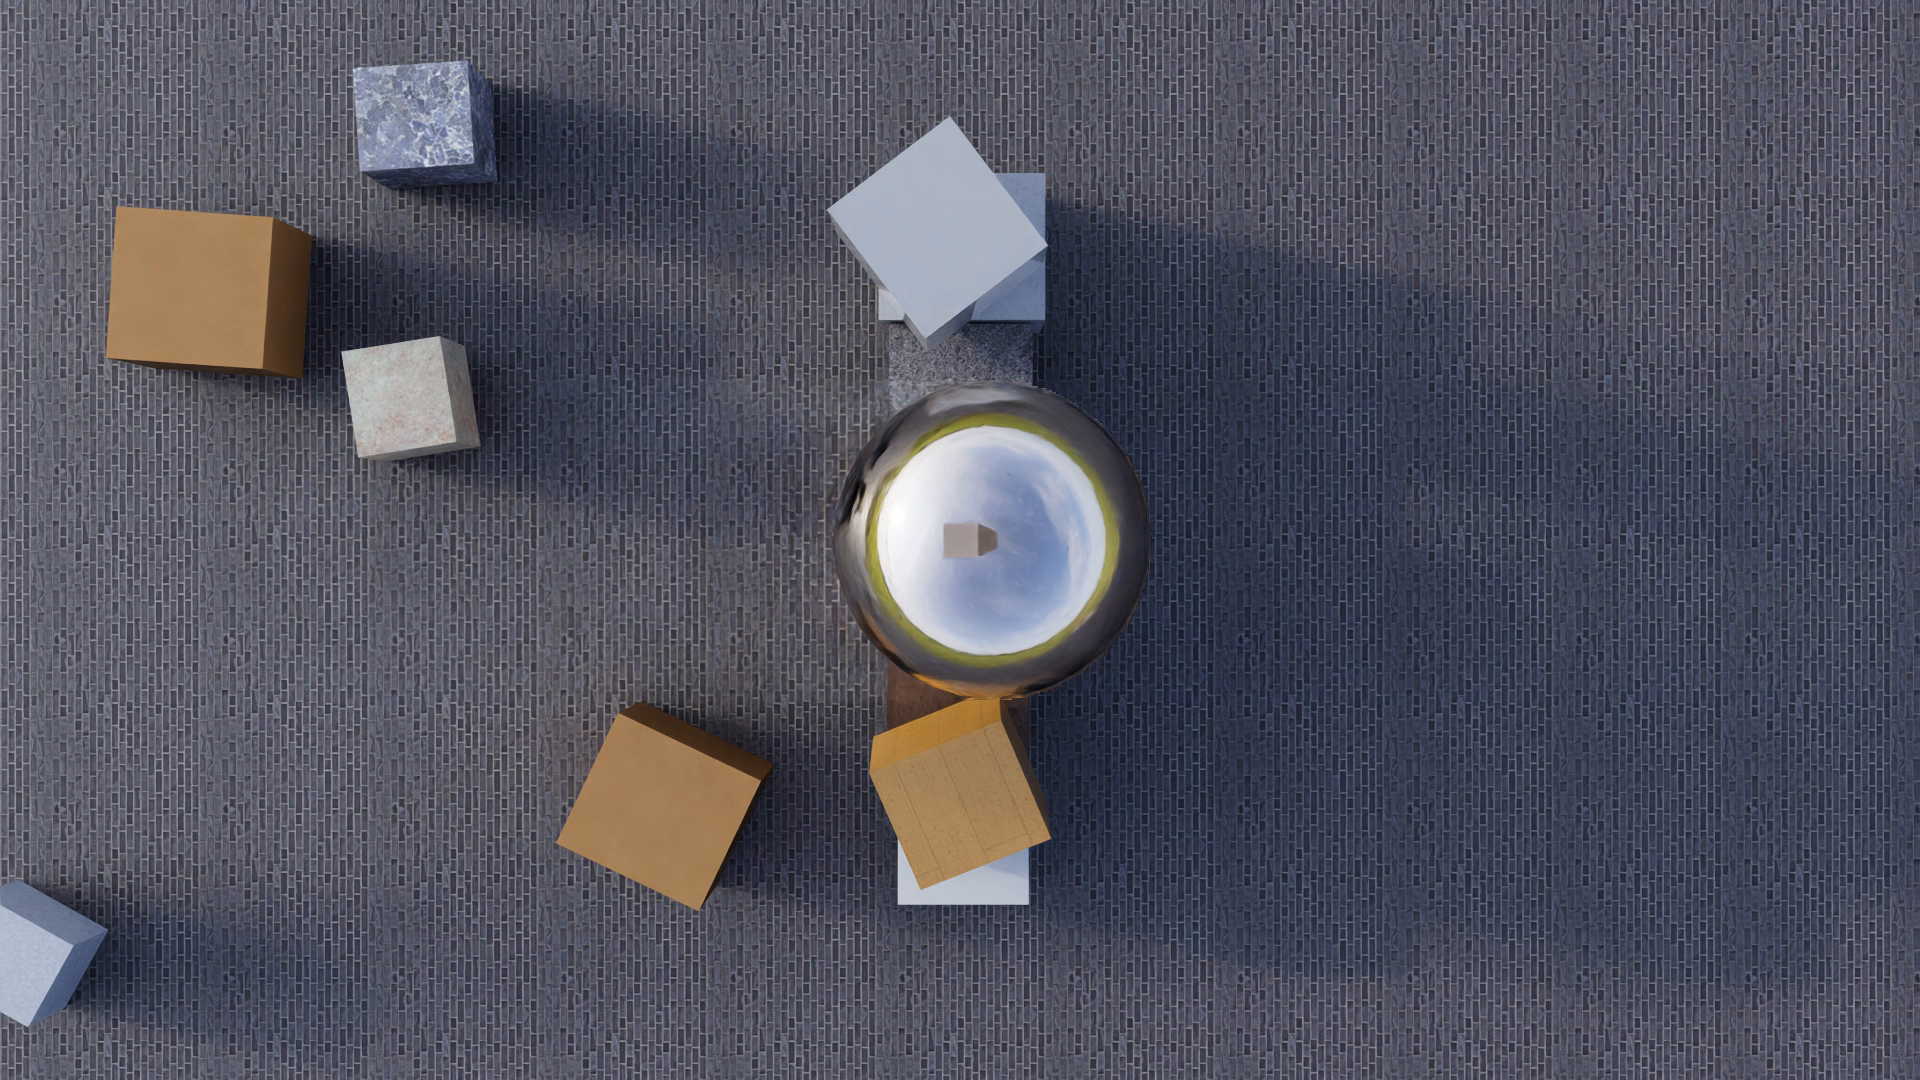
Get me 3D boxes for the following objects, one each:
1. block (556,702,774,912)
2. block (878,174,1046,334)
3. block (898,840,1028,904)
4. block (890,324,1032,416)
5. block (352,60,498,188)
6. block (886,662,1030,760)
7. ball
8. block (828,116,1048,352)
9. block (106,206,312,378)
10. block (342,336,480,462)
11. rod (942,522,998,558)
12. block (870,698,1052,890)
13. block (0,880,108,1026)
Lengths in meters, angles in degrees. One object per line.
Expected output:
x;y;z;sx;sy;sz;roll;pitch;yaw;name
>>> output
-1.661;1.498;12.554;0.871;0.891;0.796;25;90;0;block
0.011;-1.630;12.607;0.923;0.787;0.815;0;90;0;block
0.019;1.638;12.645;0.730;0.711;0.799;0;90;0;block
0.005;-0.846;12.661;0.804;0.679;0.733;0;90;0;block
-3.076;-2.387;12.689;0.645;0.621;0.581;-4;90;0;block
-0.009;0.870;12.597;0.791;0.807;0.718;0;90;0;block
0.157;0.000;11.095;1.600;1.600;1.600;0;90;0;ball
-0.116;-1.615;11.788;0.797;0.850;0.839;-37;90;0;block
-4.295;-1.407;12.628;0.875;0.744;0.848;4;90;0;block
-3.157;-0.806;12.687;0.560;0.627;0.602;-9;90;0;block
0.068;0.000;7.696;0.080;5.200;0.080;0;90;1;rod
0.001;1.331;11.872;0.746;0.667;0.700;-22;101;4;block
-5.429;2.386;12.743;0.611;0.514;0.529;29;90;0;block
